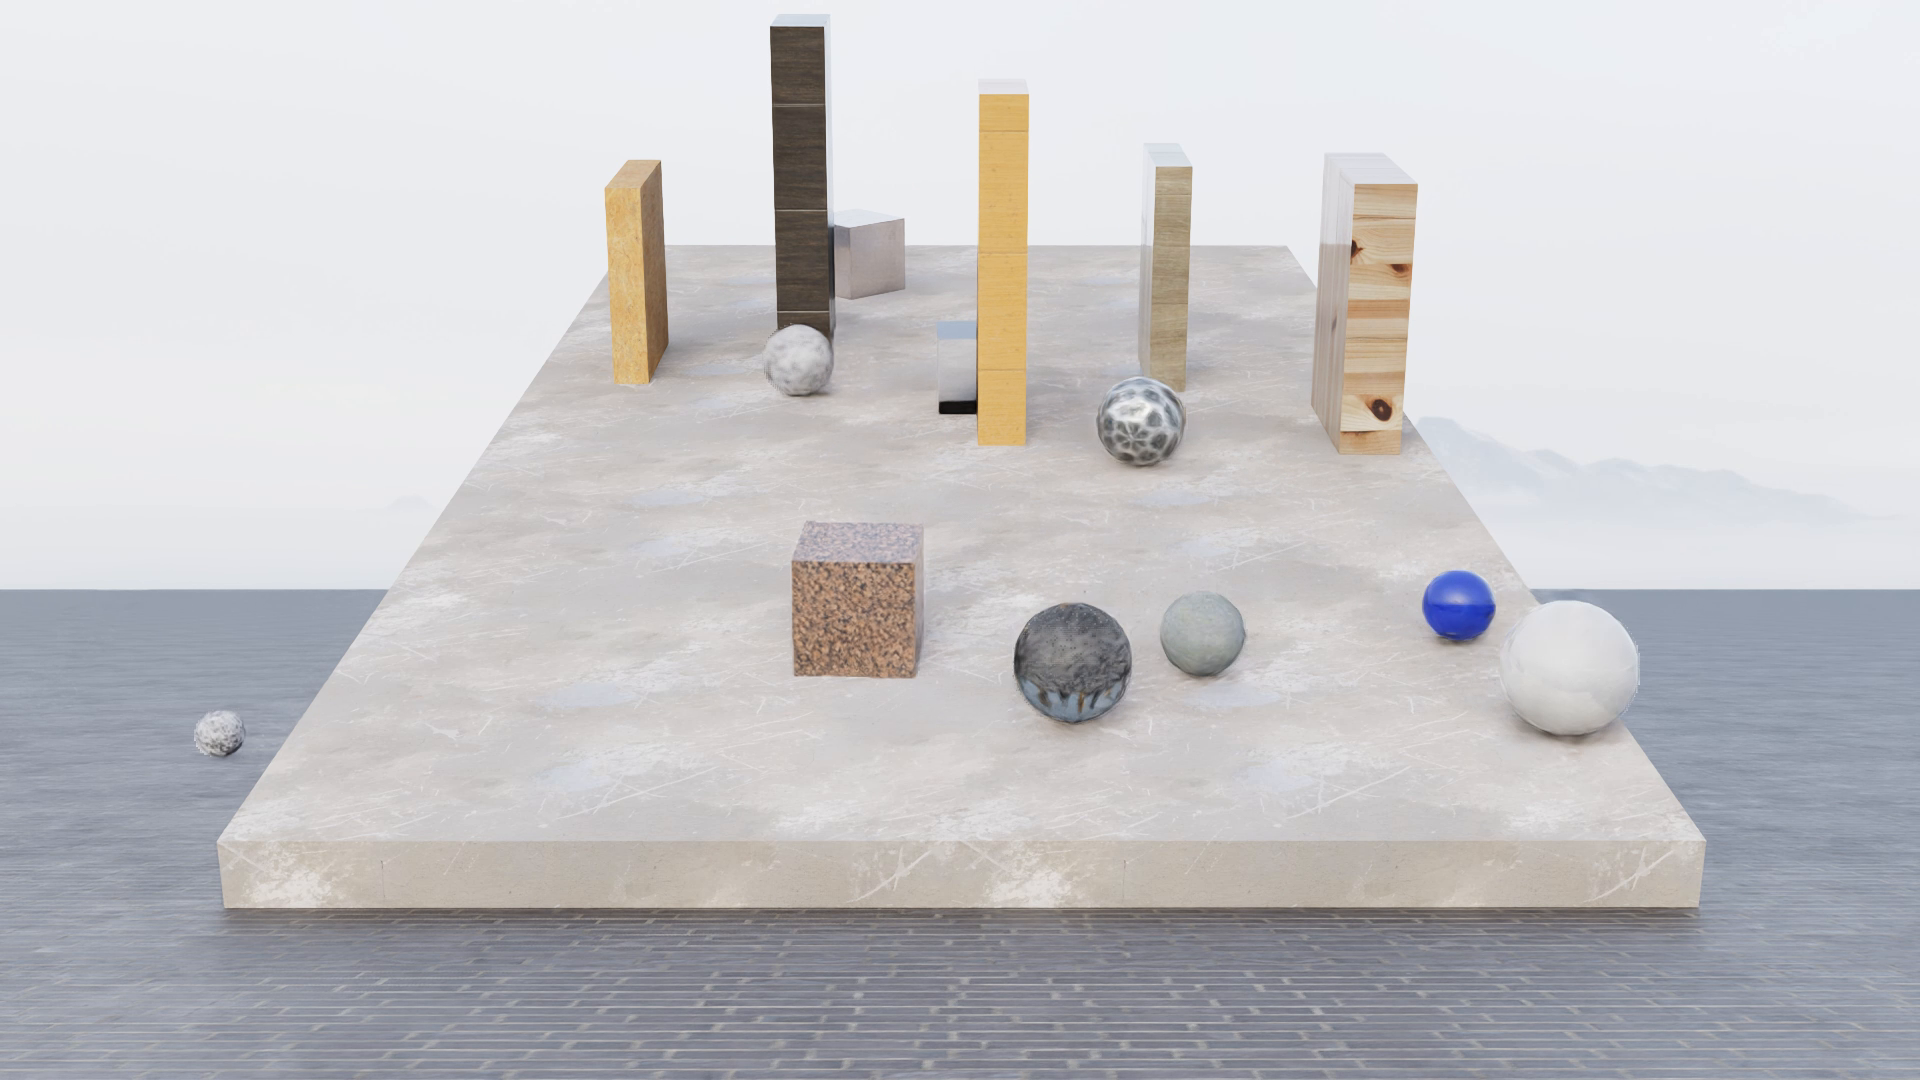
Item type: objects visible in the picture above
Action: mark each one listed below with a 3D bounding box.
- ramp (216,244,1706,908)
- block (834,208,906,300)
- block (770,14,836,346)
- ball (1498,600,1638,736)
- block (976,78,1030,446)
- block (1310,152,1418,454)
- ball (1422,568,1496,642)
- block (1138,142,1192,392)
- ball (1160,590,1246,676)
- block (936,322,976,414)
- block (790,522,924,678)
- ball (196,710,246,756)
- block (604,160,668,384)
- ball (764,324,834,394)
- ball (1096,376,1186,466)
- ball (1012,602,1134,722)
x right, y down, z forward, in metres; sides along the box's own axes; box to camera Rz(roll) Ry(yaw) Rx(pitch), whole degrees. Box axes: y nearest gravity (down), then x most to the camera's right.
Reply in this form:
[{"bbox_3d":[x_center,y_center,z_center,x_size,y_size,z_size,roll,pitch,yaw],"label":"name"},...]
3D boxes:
[{"bbox_3d":[-0.004,-0.196,4.929,2.000,0.100,4.000,0,19,0],"label":"ramp"},{"bbox_3d":[-0.292,-0.789,6.198,0.199,0.199,0.199,-17,25,-40],"label":"block"},{"bbox_3d":[-0.385,-0.883,5.561,0.129,0.788,0.282,0,19,0],"label":"block"},{"bbox_3d":[0.903,0.190,3.342,0.201,0.201,0.201,0,-1,0],"label":"ball"},{"bbox_3d":[0.088,-0.590,4.783,0.101,0.740,0.242,0,19,0],"label":"block"},{"bbox_3d":[0.860,-0.513,4.822,0.128,0.571,0.393,0,19,0],"label":"block"},{"bbox_3d":[0.822,0.107,3.708,0.119,0.119,0.119,0,-1,0],"label":"ball"},{"bbox_3d":[0.478,-0.644,5.278,0.084,0.521,0.334,0,19,0],"label":"block"},{"bbox_3d":[0.384,0.148,3.563,0.135,0.135,0.135,0,-1,0],"label":"ball"},{"bbox_3d":[0.036,-0.389,5.072,0.172,0.172,0.172,-1,19,-2],"label":"block"},{"bbox_3d":[-0.162,0.094,3.626,0.194,0.194,0.194,1,19,3],"label":"block"},{"bbox_3d":[-1.874,0.490,5.704,0.118,0.118,0.118,0,-1,0],"label":"ball"},{"bbox_3d":[-0.769,-0.647,5.380,0.081,0.459,0.397,0,19,0],"label":"block"},{"bbox_3d":[-0.369,-0.413,5.157,0.160,0.160,0.160,0,-1,0],"label":"ball"},{"bbox_3d":[0.373,-0.245,4.634,0.183,0.183,0.183,0,-1,0],"label":"ball"},{"bbox_3d":[0.170,0.184,3.386,0.181,0.181,0.181,0,-1,0],"label":"ball"}]
